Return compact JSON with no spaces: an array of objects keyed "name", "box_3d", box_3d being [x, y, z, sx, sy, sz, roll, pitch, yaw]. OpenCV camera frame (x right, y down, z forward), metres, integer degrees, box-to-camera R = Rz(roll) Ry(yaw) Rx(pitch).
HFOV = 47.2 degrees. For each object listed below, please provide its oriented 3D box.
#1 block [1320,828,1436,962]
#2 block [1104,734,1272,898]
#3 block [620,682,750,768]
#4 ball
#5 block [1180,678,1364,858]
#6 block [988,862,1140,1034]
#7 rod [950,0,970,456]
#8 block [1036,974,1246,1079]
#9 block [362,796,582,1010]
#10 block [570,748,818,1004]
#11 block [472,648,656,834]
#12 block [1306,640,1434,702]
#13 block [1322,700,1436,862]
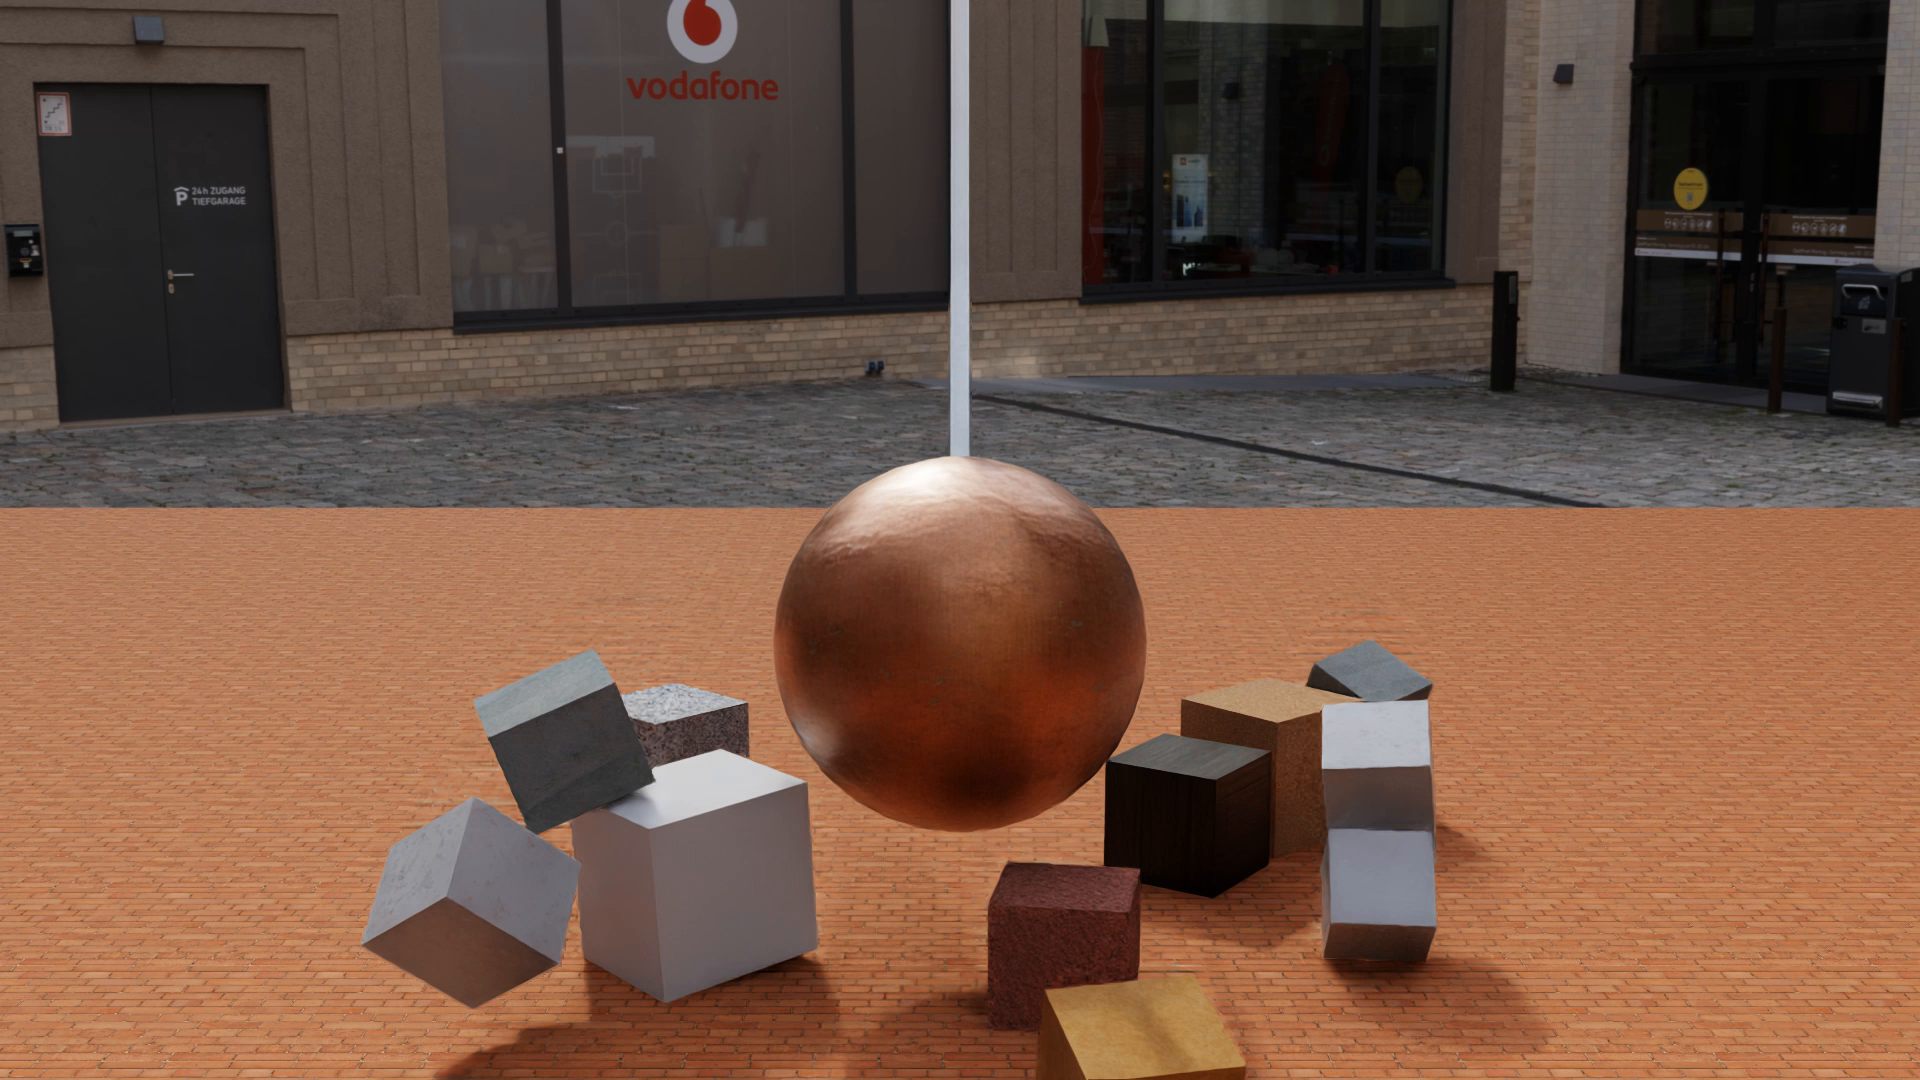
[{"name":"block","box_3d":[1.796,1.531,9.474,0.438,0.428,0.414,1,-31,5]},{"name":"block","box_3d":[1.106,1.325,10.667,0.592,0.576,0.591,7,12,33]},{"name":"block","box_3d":[-1.515,1.158,11.374,0.600,0.652,0.604,10,14,43]},{"name":"ball","box_3d":[0.000,0.445,9.402,1.600,1.600,1.600,0,10,0]},{"name":"block","box_3d":[1.594,1.153,11.281,0.675,0.694,0.637,-9,14,-41]},{"name":"block","box_3d":[0.429,1.661,8.954,0.561,0.528,0.539,2,10,9]},{"name":"rod","box_3d":[0.000,-2.927,9.843,0.080,5.200,0.080,0,-7,0]},{"name":"block","box_3d":[0.597,1.873,7.467,0.544,0.534,0.514,-3,25,-14]},{"name":"block","box_3d":[-1.901,1.422,8.598,0.527,0.550,0.474,-31,35,31]},{"name":"block","box_3d":[-1.145,1.424,9.469,0.782,0.760,0.667,-13,16,-37]},{"name":"block","box_3d":[-1.679,0.848,9.303,0.556,0.475,0.518,-24,20,-13]},{"name":"block","box_3d":[2.122,0.906,11.691,0.505,0.497,0.432,-17,44,-42]},{"name":"block","box_3d":[1.867,1.080,9.793,0.462,0.530,0.488,-3,30,12]}]
